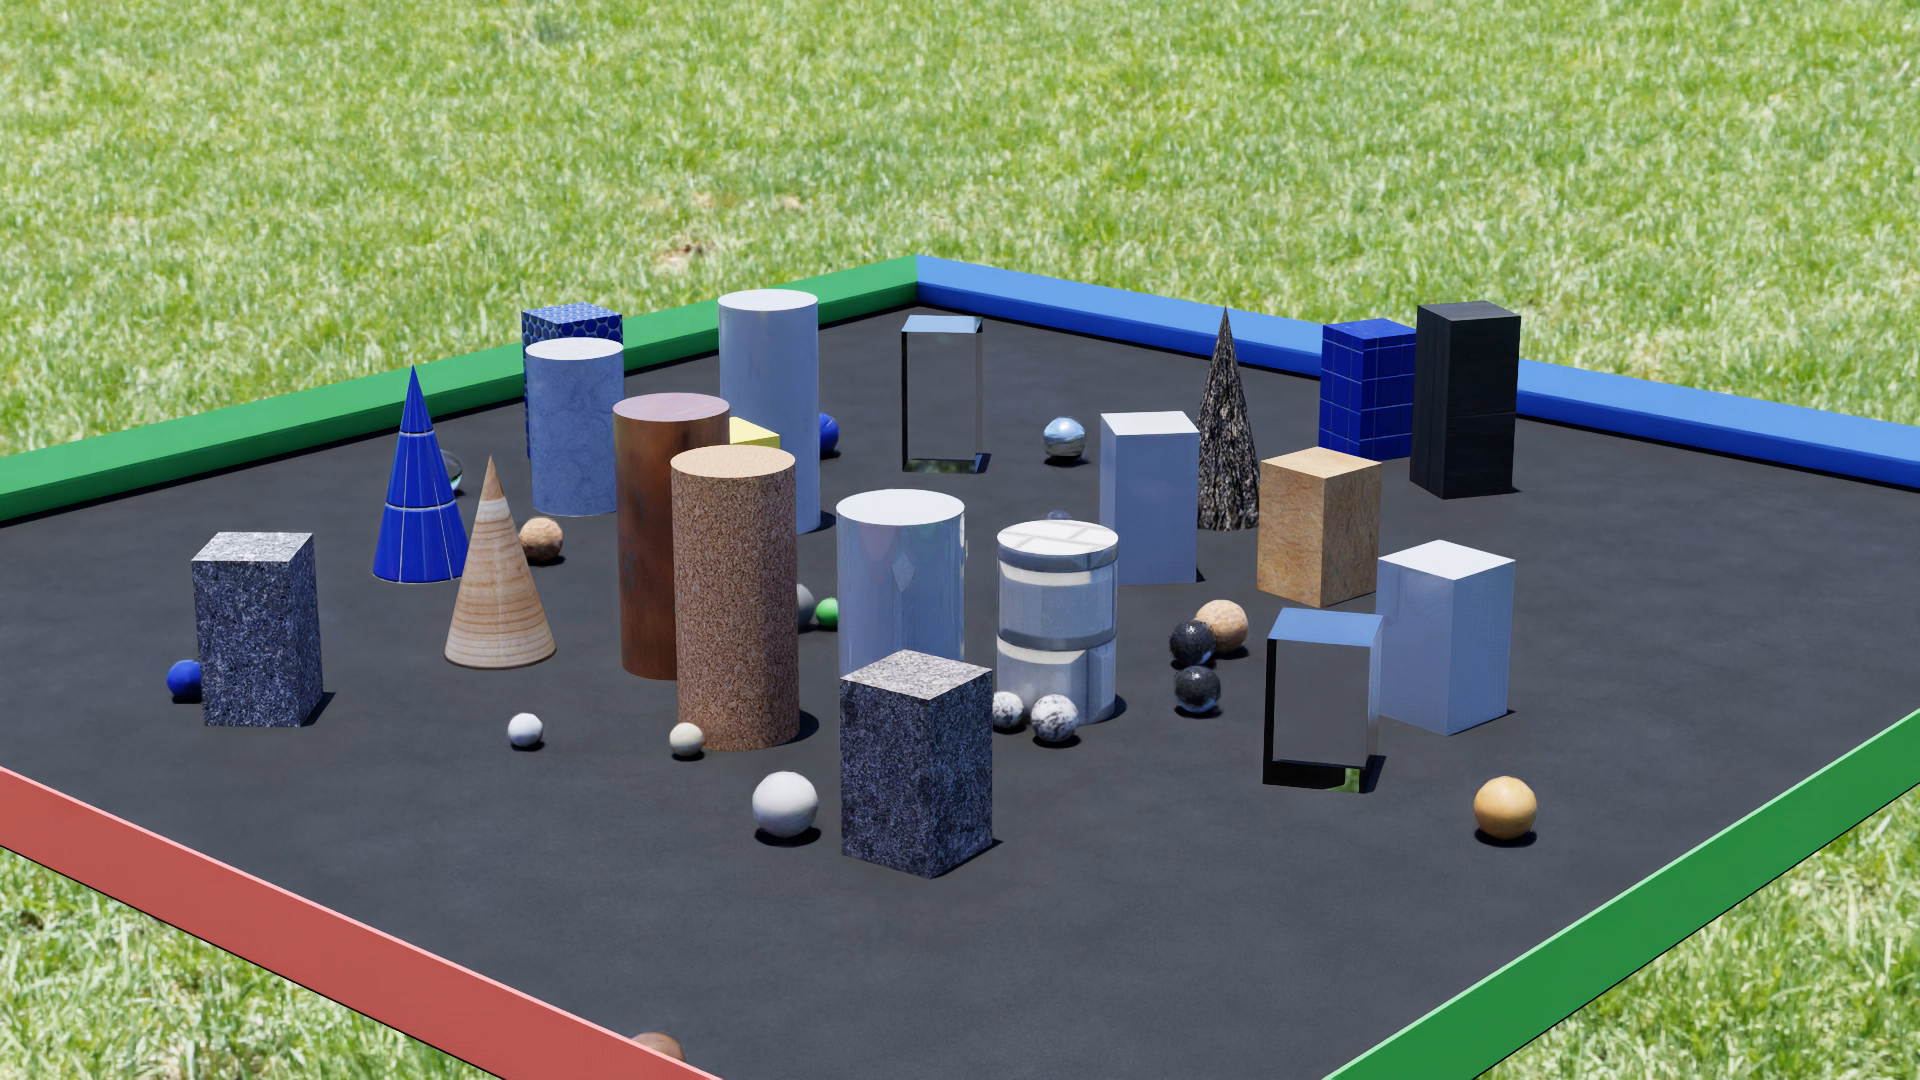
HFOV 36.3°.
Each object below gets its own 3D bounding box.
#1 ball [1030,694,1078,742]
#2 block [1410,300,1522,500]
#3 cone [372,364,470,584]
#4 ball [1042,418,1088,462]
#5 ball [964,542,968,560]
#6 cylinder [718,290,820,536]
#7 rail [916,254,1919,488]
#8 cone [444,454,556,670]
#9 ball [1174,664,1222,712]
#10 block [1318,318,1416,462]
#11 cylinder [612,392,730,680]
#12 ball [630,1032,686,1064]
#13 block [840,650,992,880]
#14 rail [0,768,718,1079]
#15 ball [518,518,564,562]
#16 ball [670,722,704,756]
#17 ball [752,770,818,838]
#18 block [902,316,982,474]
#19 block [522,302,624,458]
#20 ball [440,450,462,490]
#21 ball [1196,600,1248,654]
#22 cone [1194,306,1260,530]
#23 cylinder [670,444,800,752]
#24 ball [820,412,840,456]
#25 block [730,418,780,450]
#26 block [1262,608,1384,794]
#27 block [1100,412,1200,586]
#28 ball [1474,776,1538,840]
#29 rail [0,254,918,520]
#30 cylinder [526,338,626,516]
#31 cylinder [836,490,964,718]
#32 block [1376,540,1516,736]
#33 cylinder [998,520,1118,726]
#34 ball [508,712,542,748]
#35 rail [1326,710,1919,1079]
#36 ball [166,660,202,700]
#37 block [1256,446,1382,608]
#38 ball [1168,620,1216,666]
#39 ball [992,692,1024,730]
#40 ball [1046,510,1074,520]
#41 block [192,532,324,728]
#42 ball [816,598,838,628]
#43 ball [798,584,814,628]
[{"bbox_3d":[0.143,0.269,4.418,0.072,0.072,0.072,0,17,0],"label":"ball"},{"bbox_3d":[0.985,-0.274,5.725,0.148,0.355,0.148,-5,18,-17],"label":"block"},{"bbox_3d":[-0.961,-0.130,5.207,0.185,0.378,0.185,0,17,0],"label":"cone"},{"bbox_3d":[0.212,-0.203,5.943,0.091,0.091,0.091,0,17,0],"label":"ball"},{"bbox_3d":[-0.021,0.019,5.252,0.067,0.067,0.067,0,17,0],"label":"ball"},{"bbox_3d":[-0.355,-0.237,5.471,0.185,0.431,0.185,0,17,0],"label":"cylinder"},{"bbox_3d":[1.123,-0.345,6.359,3.309,0.120,0.045,14,22,39],"label":"rail"},{"bbox_3d":[-0.756,0.022,4.773,0.185,0.338,0.185,0,17,0],"label":"cone"},{"bbox_3d":[0.368,0.231,4.542,0.074,0.074,0.074,0,17,0],"label":"ball"},{"bbox_3d":[0.840,-0.306,5.996,0.148,0.258,0.148,-8,19,-26],"label":"block"},{"bbox_3d":[-0.458,-0.007,4.715,0.185,0.428,0.185,0,17,0],"label":"cylinder"},{"bbox_3d":[-0.349,0.597,3.321,0.079,0.079,0.079,0,17,0],"label":"ball"},{"bbox_3d":[-0.059,0.303,3.990,0.148,0.255,0.148,12,20,33],"label":"block"},{"bbox_3d":[-1.123,0.405,3.884,3.309,0.120,0.045,14,22,39],"label":"rail"},{"bbox_3d":[-0.757,-0.001,5.295,0.080,0.080,0.080,0,17,0],"label":"ball"},{"bbox_3d":[-0.407,0.297,4.361,0.051,0.051,0.051,0,17,0],"label":"ball"},{"bbox_3d":[-0.243,0.366,4.062,0.092,0.092,0.092,0,17,0],"label":"ball"},{"bbox_3d":[-0.035,-0.294,5.902,0.148,0.289,0.148,2,17,5],"label":"block"},{"bbox_3d":[-0.780,-0.310,5.929,0.148,0.305,0.148,-12,21,-35],"label":"block"},{"bbox_3d":[-1.016,-0.131,5.708,0.091,0.091,0.091,0,17,0],"label":"ball"},{"bbox_3d":[0.429,0.142,4.809,0.089,0.089,0.089,0,17,0],"label":"ball"},{"bbox_3d":[0.495,-0.242,5.515,0.185,0.413,0.185,0,17,0],"label":"cone"},{"bbox_3d":[-0.337,0.086,4.413,0.185,0.425,0.185,0,17,0],"label":"cylinder"},{"bbox_3d":[-0.289,-0.217,5.997,0.088,0.088,0.088,0,17,0],"label":"ball"},{"bbox_3d":[-0.403,-0.024,4.949,0.148,0.326,0.148,-11,20,-32],"label":"block"},{"bbox_3d":[0.530,0.232,4.277,0.148,0.223,0.148,4,17,14],"label":"block"},{"bbox_3d":[0.334,-0.075,5.203,0.148,0.275,0.148,-2,17,-7],"label":"block"},{"bbox_3d":[0.755,0.371,4.057,0.087,0.087,0.087,0,17,0],"label":"ball"},{"bbox_3d":[-1.231,-0.280,6.144,0.045,0.120,3.472,14,22,39],"label":"rail"},{"bbox_3d":[-0.734,-0.218,5.623,0.185,0.306,0.185,0,17,0],"label":"cylinder"},{"bbox_3d":[-0.086,0.142,4.278,0.185,0.396,0.185,0,17,0],"label":"cylinder"},{"bbox_3d":[0.742,0.149,4.509,0.148,0.249,0.148,-15,22,-40],"label":"block"},{"bbox_3d":[0.150,0.128,4.529,0.185,0.277,0.185,0,17,0],"label":"cylinder"},{"bbox_3d":[-0.652,0.285,4.400,0.051,0.051,0.051,0,17,0],"label":"ball"},{"bbox_3d":[1.231,0.340,4.098,0.045,0.120,3.472,14,22,39],"label":"rail"},{"bbox_3d":[-1.213,0.219,4.599,0.062,0.062,0.062,0,17,0],"label":"ball"},{"bbox_3d":[0.625,-0.024,5.108,0.148,0.232,0.148,-14,22,-40],"label":"block"},{"bbox_3d":[0.376,0.166,4.750,0.076,0.076,0.076,0,17,0],"label":"ball"},{"bbox_3d":[0.070,0.261,4.472,0.056,0.056,0.056,0,17,0],"label":"ball"},{"bbox_3d":[0.186,-0.031,5.441,0.053,0.053,0.053,0,17,0],"label":"ball"},{"bbox_3d":[-1.080,0.137,4.519,0.148,0.266,0.148,1,17,2],"label":"block"},{"bbox_3d":[-0.218,0.124,4.938,0.049,0.049,0.049,0,17,0],"label":"ball"},{"bbox_3d":[-0.283,0.110,4.931,0.078,0.078,0.078,0,17,0],"label":"ball"}]
